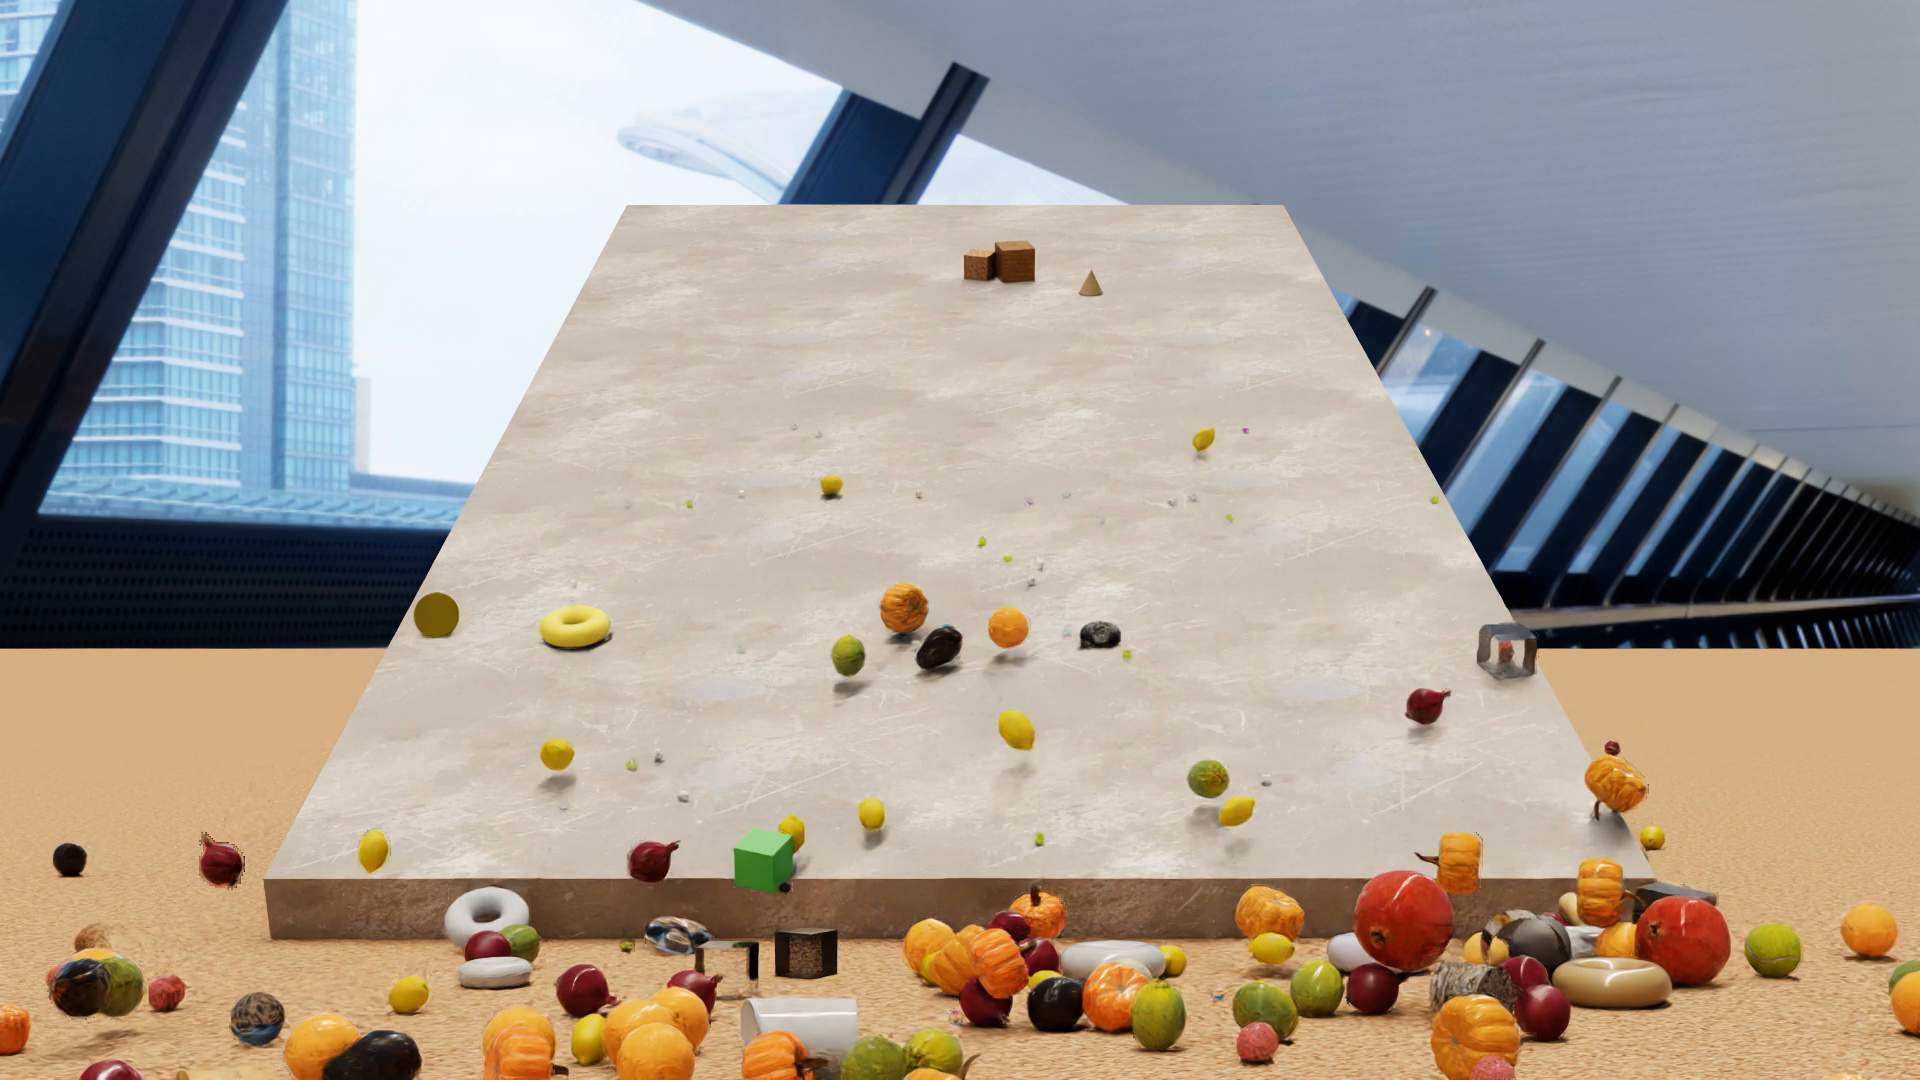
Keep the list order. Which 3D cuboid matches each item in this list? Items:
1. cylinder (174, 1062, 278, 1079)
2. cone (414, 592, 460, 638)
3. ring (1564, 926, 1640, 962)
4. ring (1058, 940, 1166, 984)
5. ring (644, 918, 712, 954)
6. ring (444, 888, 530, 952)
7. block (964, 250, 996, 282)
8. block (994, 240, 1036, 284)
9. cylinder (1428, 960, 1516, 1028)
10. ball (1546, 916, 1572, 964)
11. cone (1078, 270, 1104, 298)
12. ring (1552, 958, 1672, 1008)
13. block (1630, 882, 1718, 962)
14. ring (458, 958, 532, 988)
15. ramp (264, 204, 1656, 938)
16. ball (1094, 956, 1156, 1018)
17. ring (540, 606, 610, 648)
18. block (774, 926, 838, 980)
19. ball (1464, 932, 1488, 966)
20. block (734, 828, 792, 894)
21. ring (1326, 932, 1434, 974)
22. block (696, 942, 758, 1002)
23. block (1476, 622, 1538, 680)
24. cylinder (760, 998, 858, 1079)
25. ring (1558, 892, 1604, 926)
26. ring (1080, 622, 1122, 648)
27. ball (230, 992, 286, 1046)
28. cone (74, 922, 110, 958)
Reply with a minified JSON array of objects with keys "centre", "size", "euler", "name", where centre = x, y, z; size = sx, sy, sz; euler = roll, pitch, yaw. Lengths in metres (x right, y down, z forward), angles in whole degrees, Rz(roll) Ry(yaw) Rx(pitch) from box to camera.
[{"centre":[-0.621,0.481,1.943],"size":[0.071,0.071,0.071],"euler":[2,-3,-35],"name":"cylinder"},{"centre":[-0.927,0.136,4.104],"size":[0.080,0.080,0.080],"euler":[0,-5,-2],"name":"cone"},{"centre":[0.834,0.543,3.065],"size":[0.142,0.047,0.142],"euler":[0,-4,0],"name":"ring"},{"centre":[0.194,0.538,2.923],"size":[0.136,0.045,0.136],"euler":[-1,-4,0],"name":"ring"},{"centre":[-0.390,0.548,3.184],"size":[0.095,0.032,0.095],"euler":[12,7,-1],"name":"ring"},{"centre":[-0.657,0.527,3.191],"size":[0.117,0.039,0.117],"euler":[0,30,0],"name":"ring"},{"centre":[0.053,-0.746,6.236],"size":[0.067,0.067,0.067],"euler":[8,23,19],"name":"block"},{"centre":[0.148,-0.754,6.227],"size":[0.090,0.090,0.090],"euler":[-5,23,-12],"name":"block"},{"centre":[0.577,0.511,2.587],"size":[0.068,0.068,0.068],"euler":[2,-3,-37],"name":"cylinder"},{"centre":[0.738,0.519,2.933],"size":[0.082,0.082,0.082],"euler":[0,-3,0],"name":"ball"},{"centre":[0.348,-0.685,6.089],"size":[0.067,0.067,0.067],"euler":[0,22,0],"name":"cone"},{"centre":[0.778,0.529,2.745],"size":[0.139,0.046,0.139],"euler":[-1,-2,0],"name":"ring"},{"centre":[0.977,0.522,3.150],"size":[0.084,0.084,0.084],"euler":[8,3,36],"name":"block"},{"centre":[-0.583,0.543,2.882],"size":[0.093,0.031,0.093],"euler":[-1,-3,0],"name":"ring"},{"centre":[-0.007,-0.222,5.169],"size":[2.000,0.100,4.000],"euler":[0,22,0],"name":"ramp"},{"centre":[0.189,0.512,2.628],"size":[0.070,0.070,0.070],"euler":[0,-3,0],"name":"ball"},{"centre":[-0.679,0.153,4.059],"size":[0.123,0.041,0.123],"euler":[-1,23,0],"name":"ring"},{"centre":[-0.198,0.533,2.967],"size":[0.057,0.057,0.057],"euler":[-2,-3,33],"name":"block"},{"centre":[0.678,0.535,2.970],"size":[0.055,0.055,0.055],"euler":[0,-3,0],"name":"ball"},{"centre":[-0.281,0.458,3.282],"size":[0.062,0.062,0.062],"euler":[9,24,20],"name":"block"},{"centre":[0.549,0.540,3.007],"size":[0.139,0.046,0.139],"euler":[0,-5,0],"name":"ring"},{"centre":[-0.282,0.523,2.788],"size":[0.063,0.063,0.063],"euler":[0,-3,9],"name":"block"},{"centre":[0.936,0.189,3.936],"size":[0.071,0.071,0.071],"euler":[-6,23,-14],"name":"block"},{"centre":[-0.144,0.481,2.183],"size":[0.091,0.091,0.091],"euler":[0,-3,-5],"name":"cylinder"},{"centre":[0.867,0.531,3.176],"size":[0.034,0.101,0.101],"euler":[-40,-8,5],"name":"ring"},{"centre":[0.248,0.166,4.051],"size":[0.075,0.025,0.075],"euler":[-1,23,0],"name":"ring"},{"centre":[-0.749,0.511,2.452],"size":[0.056,0.056,0.056],"euler":[0,-3,0],"name":"ball"},{"centre":[-1.173,0.558,3.139],"size":[0.051,0.051,0.051],"euler":[31,17,34],"name":"cone"}]
